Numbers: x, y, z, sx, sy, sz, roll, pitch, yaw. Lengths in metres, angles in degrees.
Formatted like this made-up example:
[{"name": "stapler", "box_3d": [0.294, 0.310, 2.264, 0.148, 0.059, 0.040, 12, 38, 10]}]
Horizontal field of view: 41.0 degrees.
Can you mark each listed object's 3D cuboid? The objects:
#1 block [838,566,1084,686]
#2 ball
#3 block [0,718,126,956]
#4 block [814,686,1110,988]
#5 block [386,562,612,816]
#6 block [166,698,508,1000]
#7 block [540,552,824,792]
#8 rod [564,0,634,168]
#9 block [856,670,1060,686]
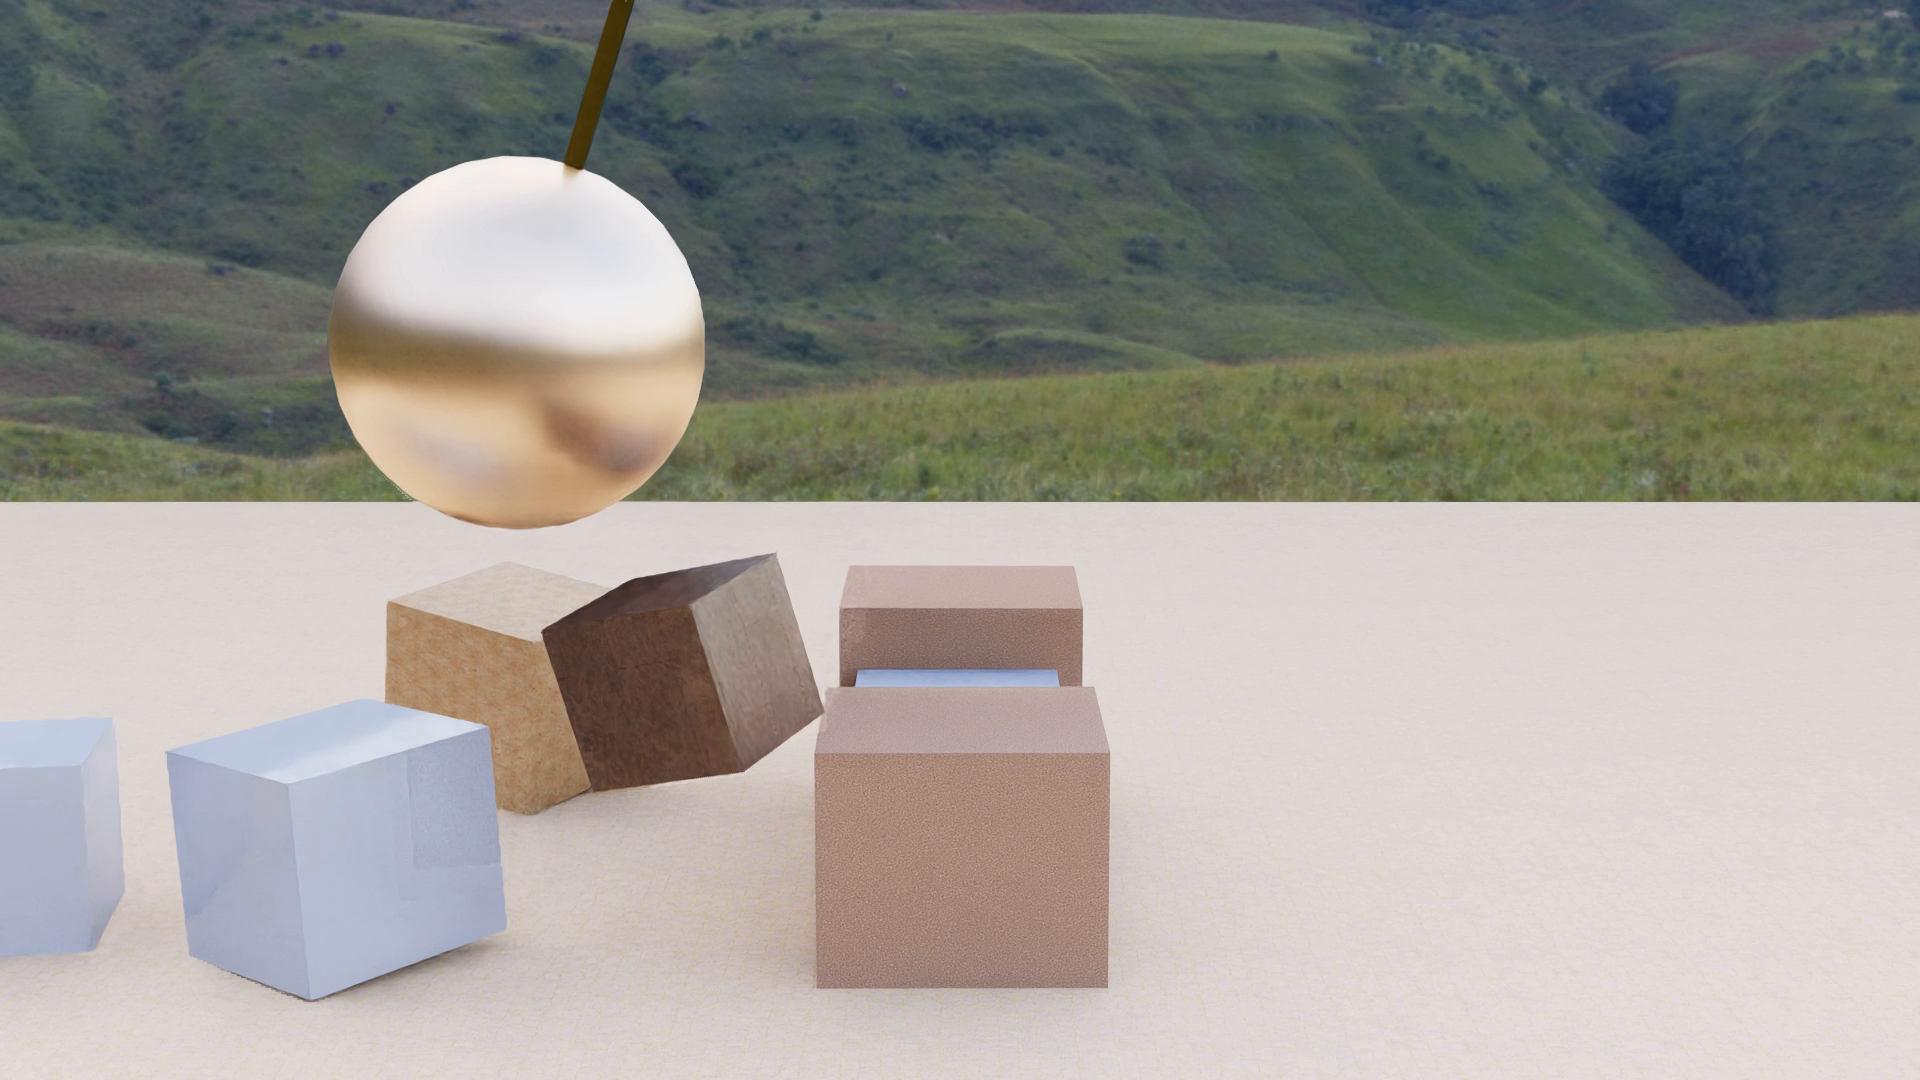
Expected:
[{"name": "block", "box_3d": [0.007, 0.760, 12.313, 1.114, 1.099, 1.032, 0, 10, 0]}, {"name": "ball", "box_3d": [-1.892, -0.842, 11.027, 1.600, 1.600, 1.600, 0, 10, 0]}, {"name": "block", "box_3d": [-4.015, 1.227, 10.639, 0.896, 0.780, 0.794, -2, 10, -9]}, {"name": "block", "box_3d": [0.006, 1.182, 10.424, 1.133, 0.944, 1.082, 0, 10, 0]}, {"name": "block", "box_3d": [-2.197, 0.716, 12.749, 0.909, 0.881, 0.908, 13, 18, 27]}, {"name": "block", "box_3d": [-2.499, 1.212, 10.320, 0.852, 0.859, 0.943, 7, 15, 41]}, {"name": "block", "box_3d": [-1.042, 0.500, 9.720, 0.688, 0.653, 0.628, -10, 12, 29]}, {"name": "rod", "box_3d": [-0.820, -4.017, 10.450, 0.080, 5.200, 0.080, 18, 10, -3]}, {"name": "block", "box_3d": [-0.012, 1.070, 11.400, 0.911, 0.815, 0.852, 0, 10, 0]}]
